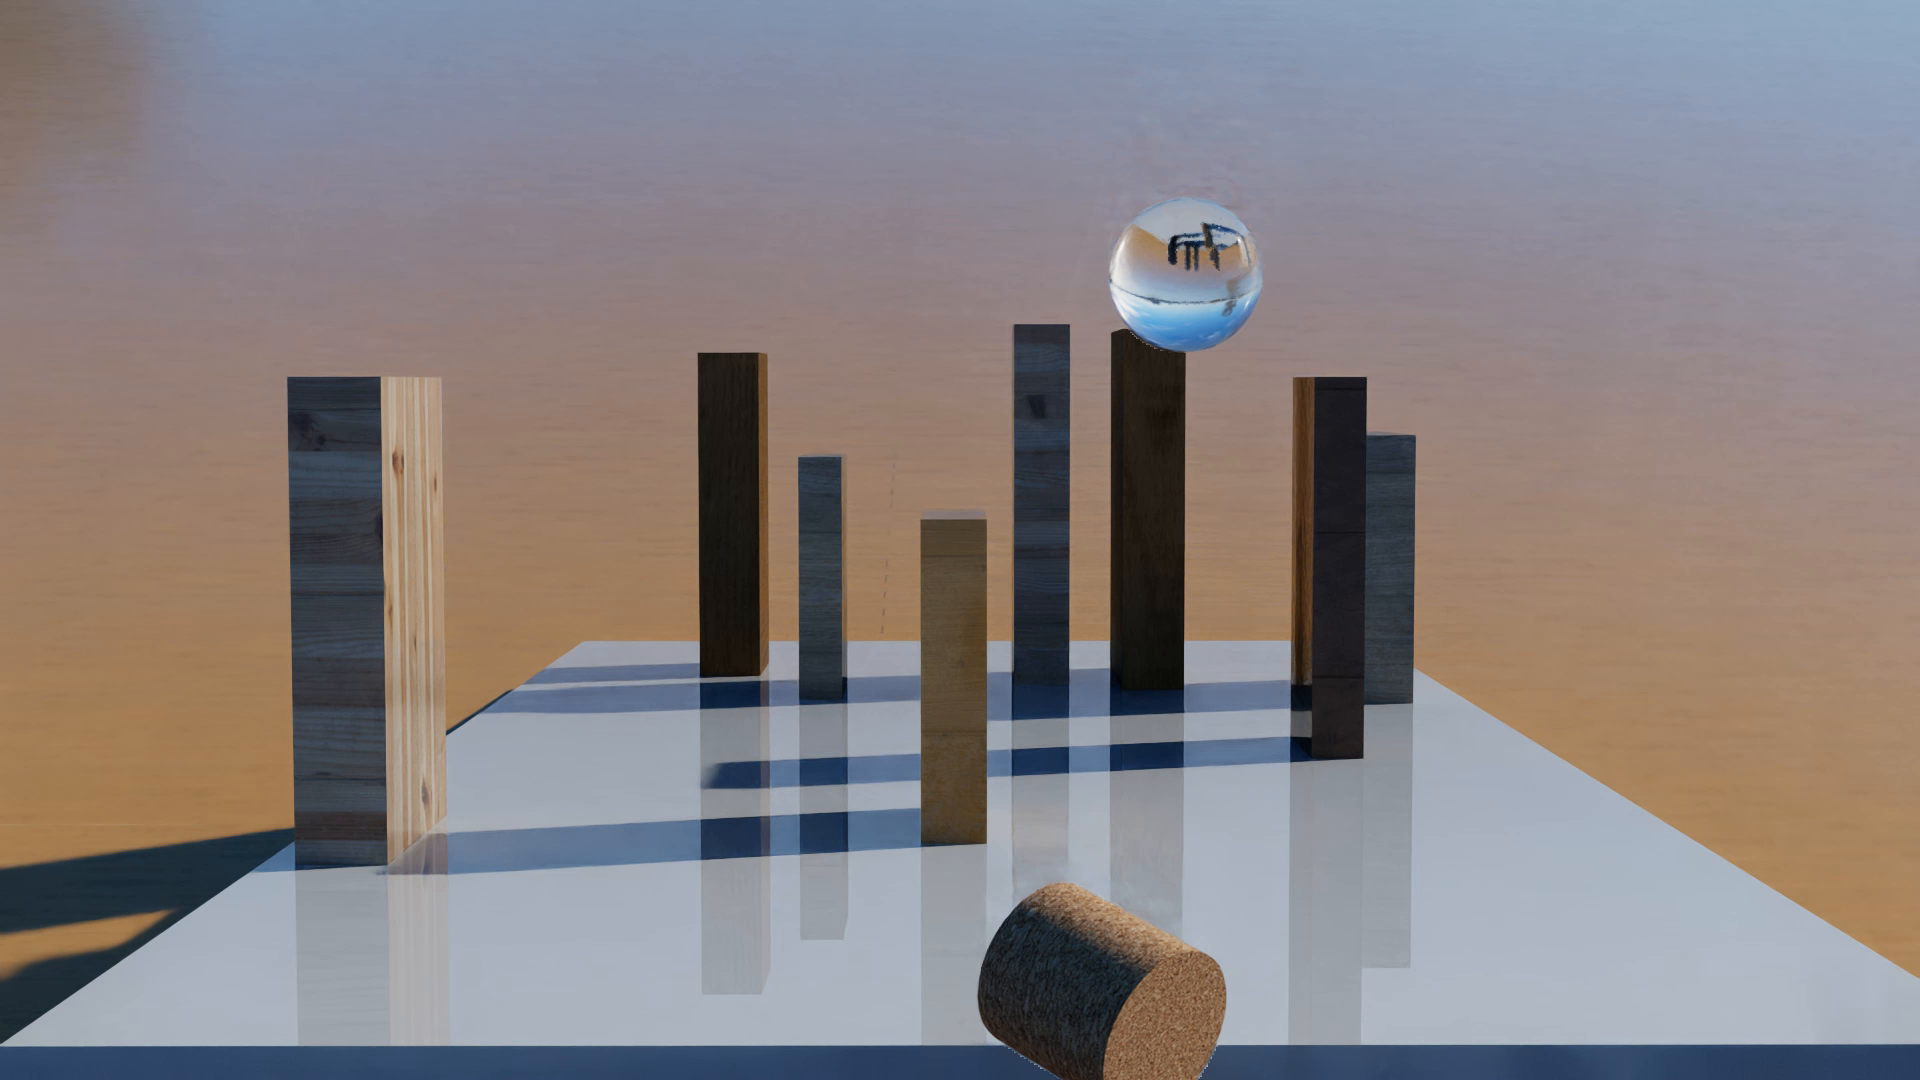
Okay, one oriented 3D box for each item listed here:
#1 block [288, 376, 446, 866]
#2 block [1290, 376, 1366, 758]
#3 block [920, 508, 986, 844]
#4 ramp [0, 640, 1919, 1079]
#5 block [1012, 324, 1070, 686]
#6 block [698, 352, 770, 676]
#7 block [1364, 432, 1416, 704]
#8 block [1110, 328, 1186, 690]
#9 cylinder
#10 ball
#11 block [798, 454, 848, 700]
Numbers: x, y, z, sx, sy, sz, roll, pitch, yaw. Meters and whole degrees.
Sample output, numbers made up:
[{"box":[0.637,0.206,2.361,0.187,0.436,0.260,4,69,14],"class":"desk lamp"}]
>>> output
[{"box":[-0.840,0.099,3.667,0.125,0.662,0.407,0,3,0],"class":"block"},{"box":[0.657,0.041,4.594,0.090,0.664,0.285,0,3,0],"class":"block"},{"box":[-0.009,0.192,3.788,0.094,0.461,0.313,0,3,0],"class":"block"},{"box":[0.047,0.428,4.533,2.000,0.100,4.000,0,3,0],"class":"ramp"},{"box":[0.176,-0.082,5.663,0.120,0.780,0.240,0,3,0],"class":"block"},{"box":[-0.515,-0.065,5.865,0.135,0.722,0.279,0,3,0],"class":"block"},{"box":[0.857,0.047,5.450,0.137,0.547,0.440,0,3,0],"class":"block"},{"box":[0.411,-0.076,5.668,0.132,0.769,0.431,0,3,0],"class":"block"},{"box":[0.136,0.439,2.460,0.169,0.169,0.169,-18,29,-40],"class":"cylinder"},{"box":[0.189,-0.222,2.155,0.129,0.129,0.129,0,20,0],"class":"ball"},{"box":[-0.289,0.072,5.428,0.089,0.502,0.261,0,3,0],"class":"block"}]
